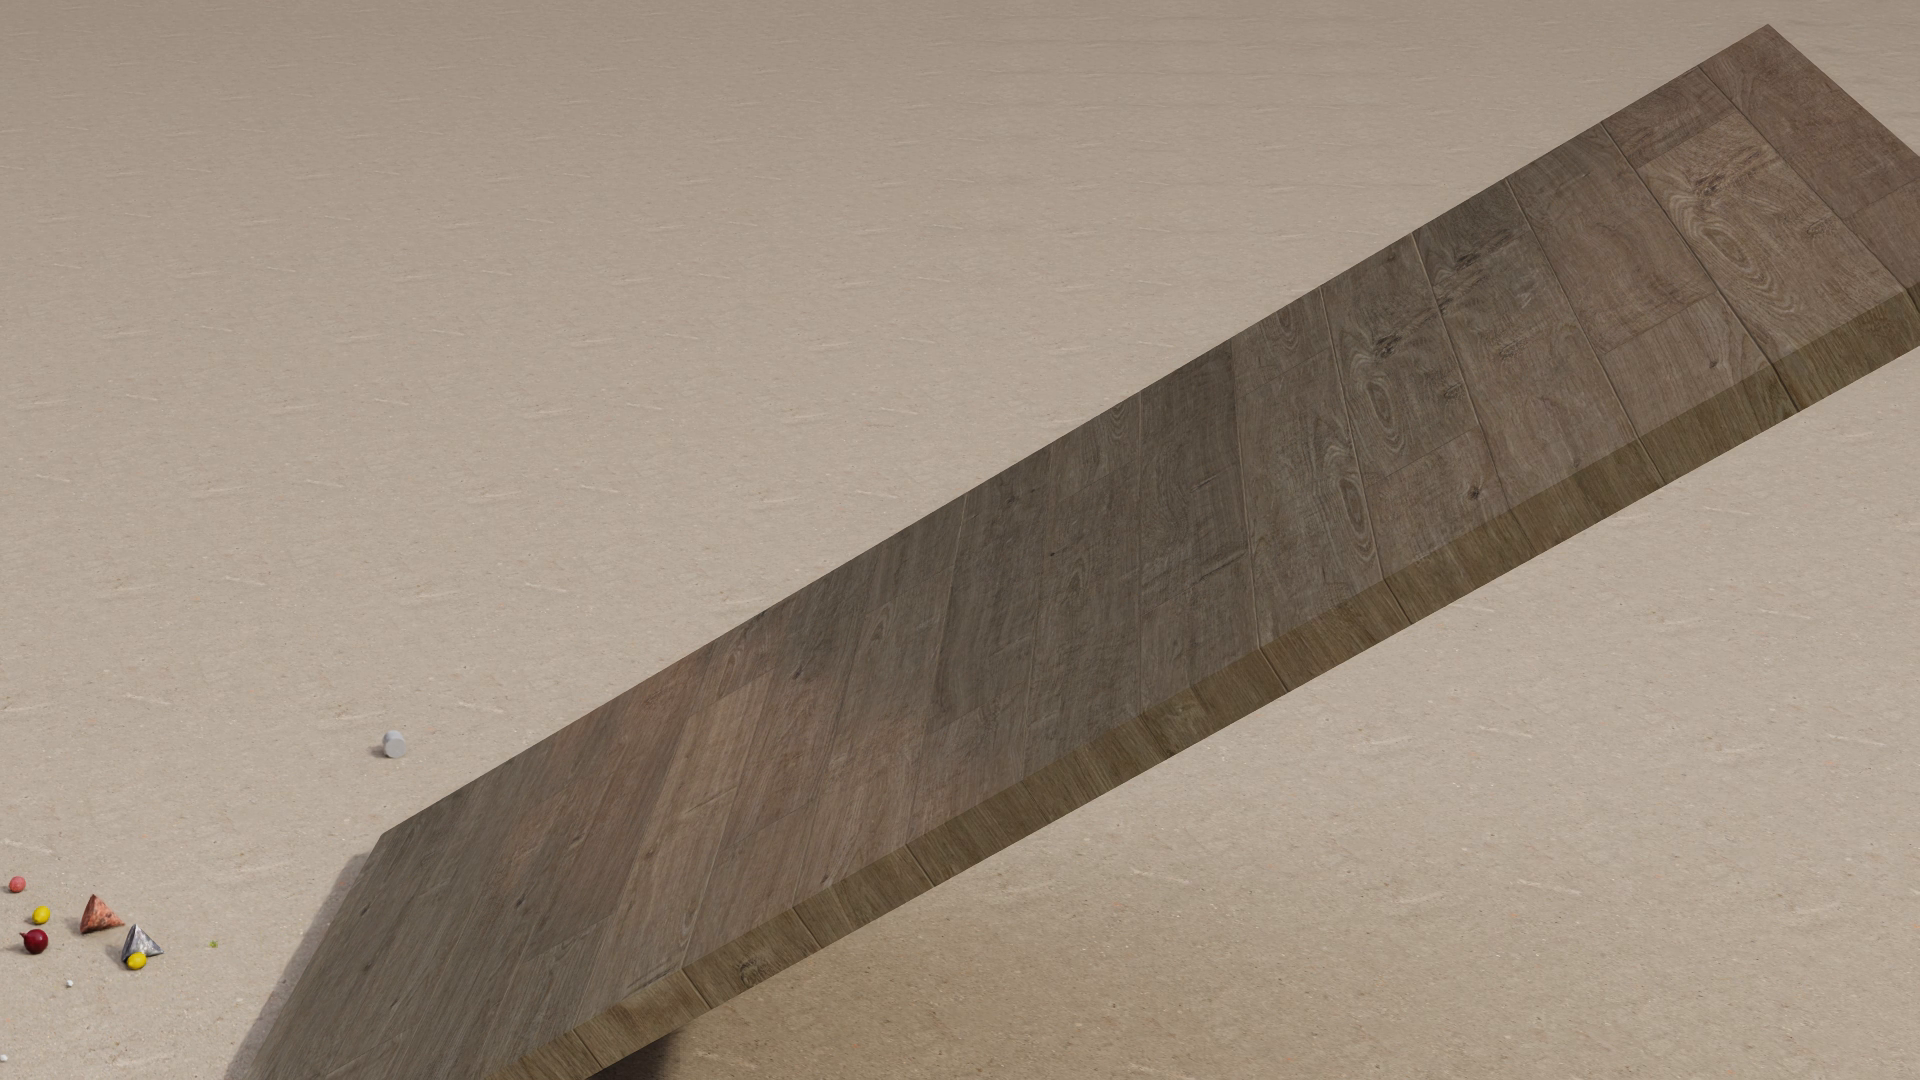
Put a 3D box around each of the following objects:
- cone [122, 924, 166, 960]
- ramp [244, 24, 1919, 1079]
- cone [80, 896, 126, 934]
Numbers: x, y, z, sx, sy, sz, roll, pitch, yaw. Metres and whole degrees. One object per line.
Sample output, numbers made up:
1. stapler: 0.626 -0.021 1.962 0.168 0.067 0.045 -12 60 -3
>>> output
1. cone: -1.994 1.000 7.219 0.095 0.095 0.095 21 12 -23
2. ramp: 0.140 0.170 6.292 4.000 0.100 2.000 -30 15 13
3. cone: -2.134 0.949 7.358 0.099 0.099 0.099 21 11 -24
